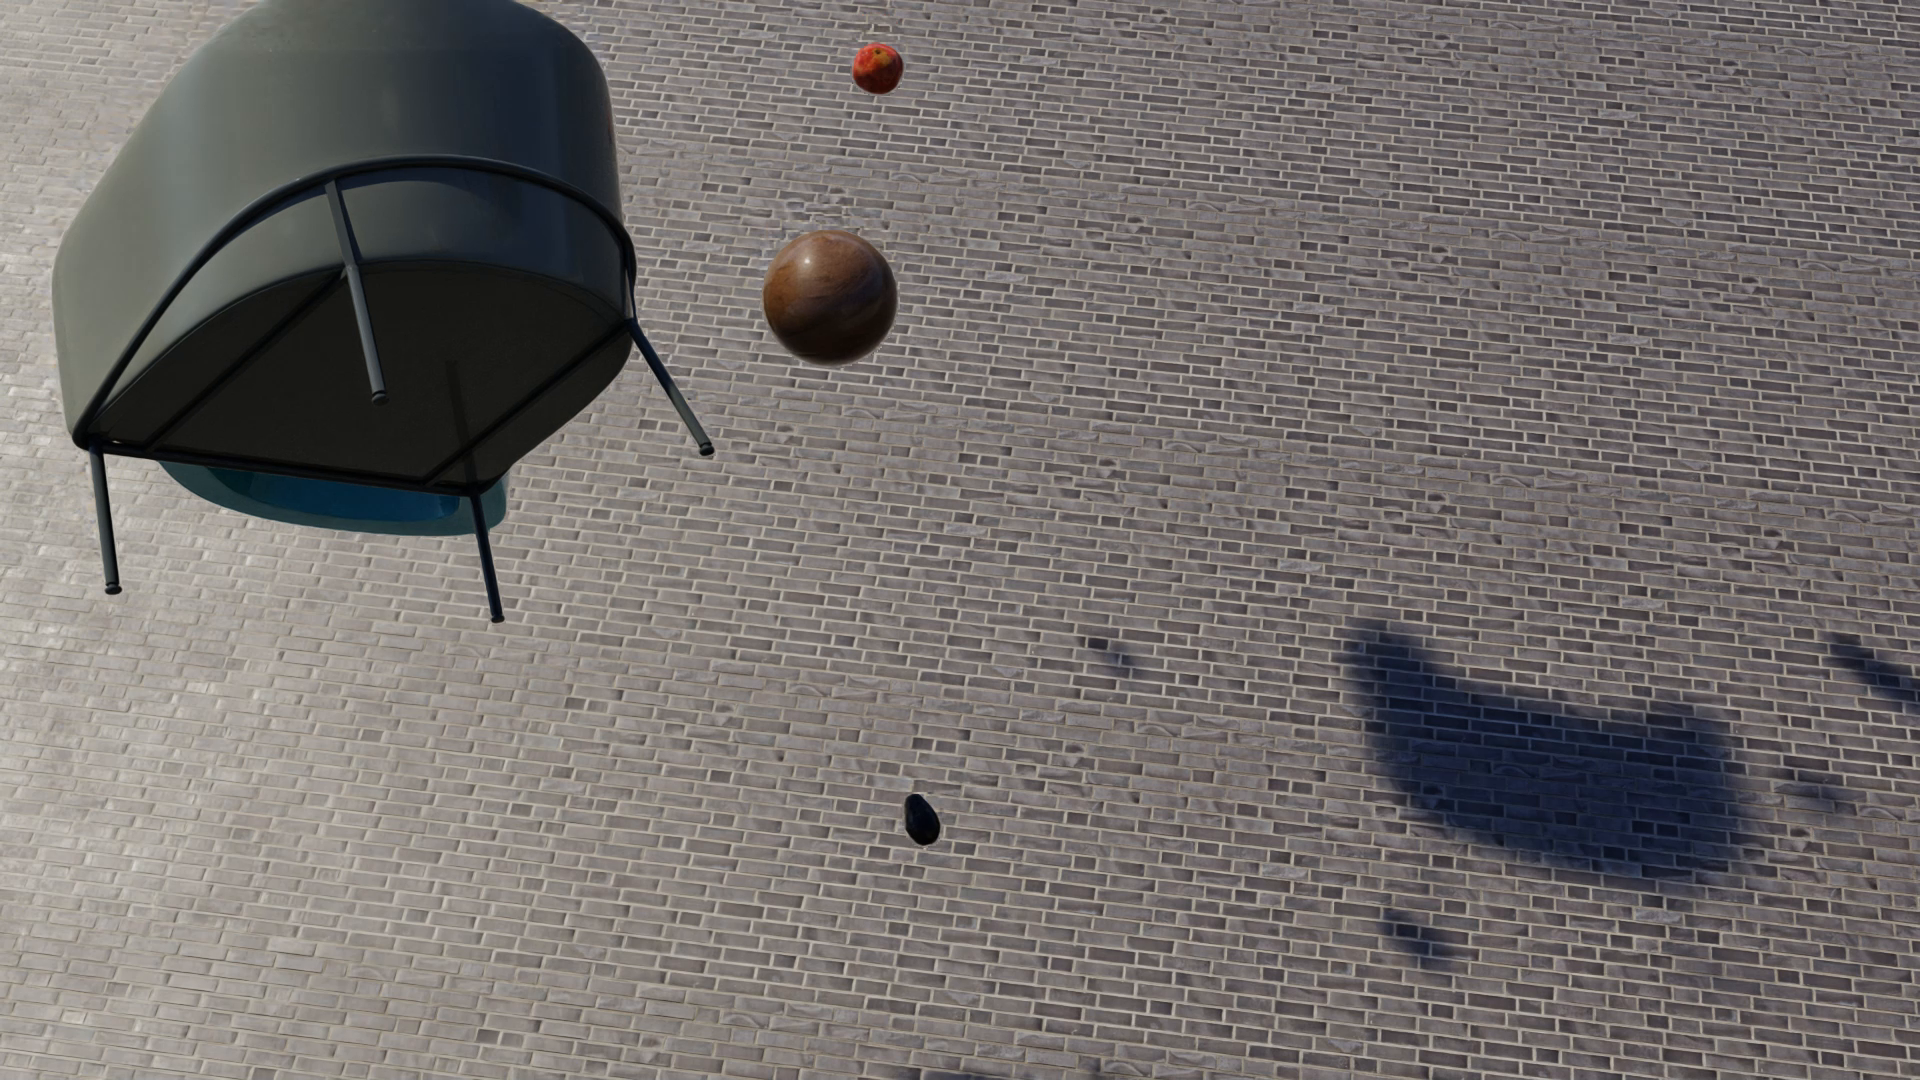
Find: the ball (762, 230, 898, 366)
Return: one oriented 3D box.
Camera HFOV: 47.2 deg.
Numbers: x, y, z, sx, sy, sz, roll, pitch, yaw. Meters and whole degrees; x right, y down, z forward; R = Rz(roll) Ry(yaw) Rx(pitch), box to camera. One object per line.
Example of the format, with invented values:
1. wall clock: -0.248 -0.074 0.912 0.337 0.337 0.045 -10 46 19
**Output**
1. ball: -0.220 -0.409 3.714 0.230 0.230 0.230 0 56 0
